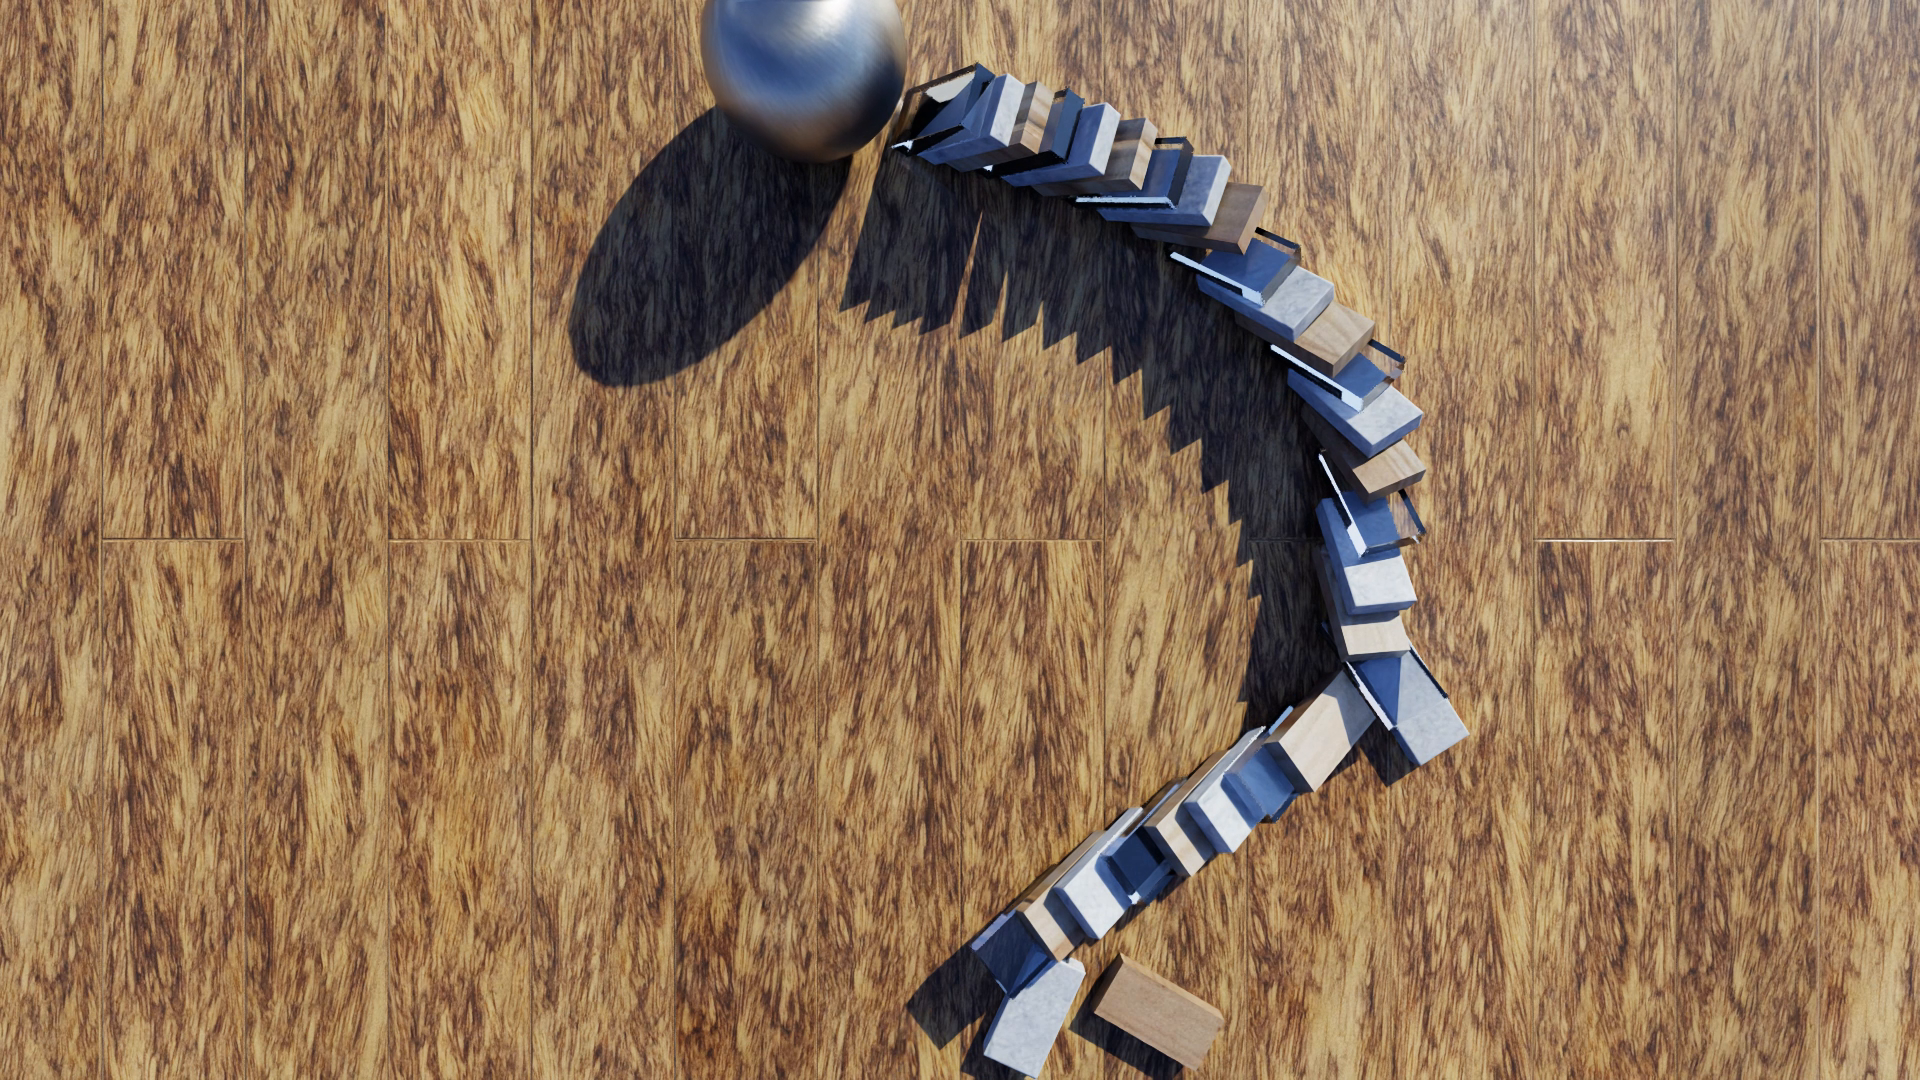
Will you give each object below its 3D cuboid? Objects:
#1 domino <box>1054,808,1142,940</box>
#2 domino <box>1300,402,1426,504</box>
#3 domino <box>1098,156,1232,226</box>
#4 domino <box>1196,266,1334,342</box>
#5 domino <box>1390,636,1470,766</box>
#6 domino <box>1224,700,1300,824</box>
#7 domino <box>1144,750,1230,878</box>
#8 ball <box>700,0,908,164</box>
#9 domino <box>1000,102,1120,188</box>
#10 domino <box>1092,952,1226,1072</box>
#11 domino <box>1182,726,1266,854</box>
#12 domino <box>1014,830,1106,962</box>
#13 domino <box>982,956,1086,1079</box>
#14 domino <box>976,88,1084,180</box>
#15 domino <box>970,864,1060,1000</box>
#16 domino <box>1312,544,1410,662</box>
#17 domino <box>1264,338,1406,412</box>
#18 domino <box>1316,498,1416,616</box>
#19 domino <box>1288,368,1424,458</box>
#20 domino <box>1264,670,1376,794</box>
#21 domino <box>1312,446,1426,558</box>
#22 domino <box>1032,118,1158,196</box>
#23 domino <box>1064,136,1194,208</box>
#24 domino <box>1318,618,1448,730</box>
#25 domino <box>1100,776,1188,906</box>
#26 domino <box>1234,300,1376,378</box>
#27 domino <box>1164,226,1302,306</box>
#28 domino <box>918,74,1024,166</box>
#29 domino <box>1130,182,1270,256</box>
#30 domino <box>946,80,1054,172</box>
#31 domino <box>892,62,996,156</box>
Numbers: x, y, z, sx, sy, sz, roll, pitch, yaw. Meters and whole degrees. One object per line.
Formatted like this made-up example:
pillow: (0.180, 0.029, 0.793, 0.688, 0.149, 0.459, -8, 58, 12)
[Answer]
domino: (0.065, 0.138, 0.383, 0.050, 0.009, 0.025, -36, 90, -28)
domino: (0.168, -0.041, 0.384, 0.025, 0.010, 0.050, -23, 60, 0)
domino: (0.084, -0.146, 0.381, 0.050, 0.010, 0.025, 19, 90, 38)
domino: (0.127, -0.106, 0.383, 0.025, 0.010, 0.050, -47, 59, -1)
domino: (0.193, 0.069, 0.395, 0.025, 0.010, 0.050, -33, 90, 0)
domino: (0.135, 0.092, 0.383, 0.050, 0.009, 0.025, -35, 90, -30)
domino: (0.103, 0.114, 0.384, 0.050, 0.010, 0.025, -35, 90, -27)
ball: (-0.061, -0.191, 0.360, 0.080, 0.080, 0.080, 0, 90, 0)
domino: (0.041, -0.162, 0.379, 0.010, 0.050, 0.025, 16, 90, -43)
domino: (0.085, 0.203, 0.395, 0.050, 0.010, 0.025, 30, 90, 0)
domino: (0.118, 0.104, 0.383, 0.050, 0.009, 0.025, -35, 90, -30)
domino: (0.050, 0.149, 0.385, 0.050, 0.010, 0.025, -35, 90, -25)
domino: (0.032, 0.202, 0.395, 0.025, 0.010, 0.050, 25, 90, 0)
domino: (0.027, -0.166, 0.377, 0.009, 0.050, 0.025, 16, 90, -38)
domino: (0.031, 0.164, 0.387, 0.050, 0.009, 0.025, -38, 90, -20)
domino: (0.168, 0.025, 0.385, 0.025, 0.010, 0.050, -5, 64, 0)
domino: (0.155, -0.077, 0.382, 0.025, 0.009, 0.050, -43, 58, -5)
domino: (0.169, 0.005, 0.383, 0.025, 0.010, 0.050, -6, 63, 0)
domino: (0.163, -0.059, 0.382, 0.025, 0.009, 0.050, -32, 57, -3)
domino: (0.151, 0.080, 0.384, 0.050, 0.010, 0.025, -35, 90, -29)
domino: (0.171, -0.020, 0.384, 0.025, 0.009, 0.050, -14, 63, 0)
domino: (0.055, -0.158, 0.380, 0.050, 0.010, 0.025, 15, 90, 42)
domino: (0.069, -0.152, 0.381, 0.050, 0.010, 0.025, 17, 90, 38)
domino: (0.177, 0.051, 0.385, 0.025, 0.009, 0.050, -29, 65, 2)
domino: (0.084, 0.126, 0.384, 0.050, 0.009, 0.025, -36, 90, -28)
domino: (0.143, -0.091, 0.382, 0.025, 0.009, 0.050, -45, 59, -5)
domino: (0.113, -0.120, 0.383, 0.050, 0.010, 0.025, 39, 90, 31)
domino: (0.004, -0.172, 0.377, 0.009, 0.050, 0.025, 16, 90, -38)
domino: (0.099, -0.136, 0.382, 0.050, 0.009, 0.025, 24, 90, 35)
domino: (0.015, -0.169, 0.377, 0.010, 0.050, 0.025, 16, 90, -38)
domino: (-0.008, -0.176, 0.378, 0.009, 0.050, 0.025, 15, 90, -39)
